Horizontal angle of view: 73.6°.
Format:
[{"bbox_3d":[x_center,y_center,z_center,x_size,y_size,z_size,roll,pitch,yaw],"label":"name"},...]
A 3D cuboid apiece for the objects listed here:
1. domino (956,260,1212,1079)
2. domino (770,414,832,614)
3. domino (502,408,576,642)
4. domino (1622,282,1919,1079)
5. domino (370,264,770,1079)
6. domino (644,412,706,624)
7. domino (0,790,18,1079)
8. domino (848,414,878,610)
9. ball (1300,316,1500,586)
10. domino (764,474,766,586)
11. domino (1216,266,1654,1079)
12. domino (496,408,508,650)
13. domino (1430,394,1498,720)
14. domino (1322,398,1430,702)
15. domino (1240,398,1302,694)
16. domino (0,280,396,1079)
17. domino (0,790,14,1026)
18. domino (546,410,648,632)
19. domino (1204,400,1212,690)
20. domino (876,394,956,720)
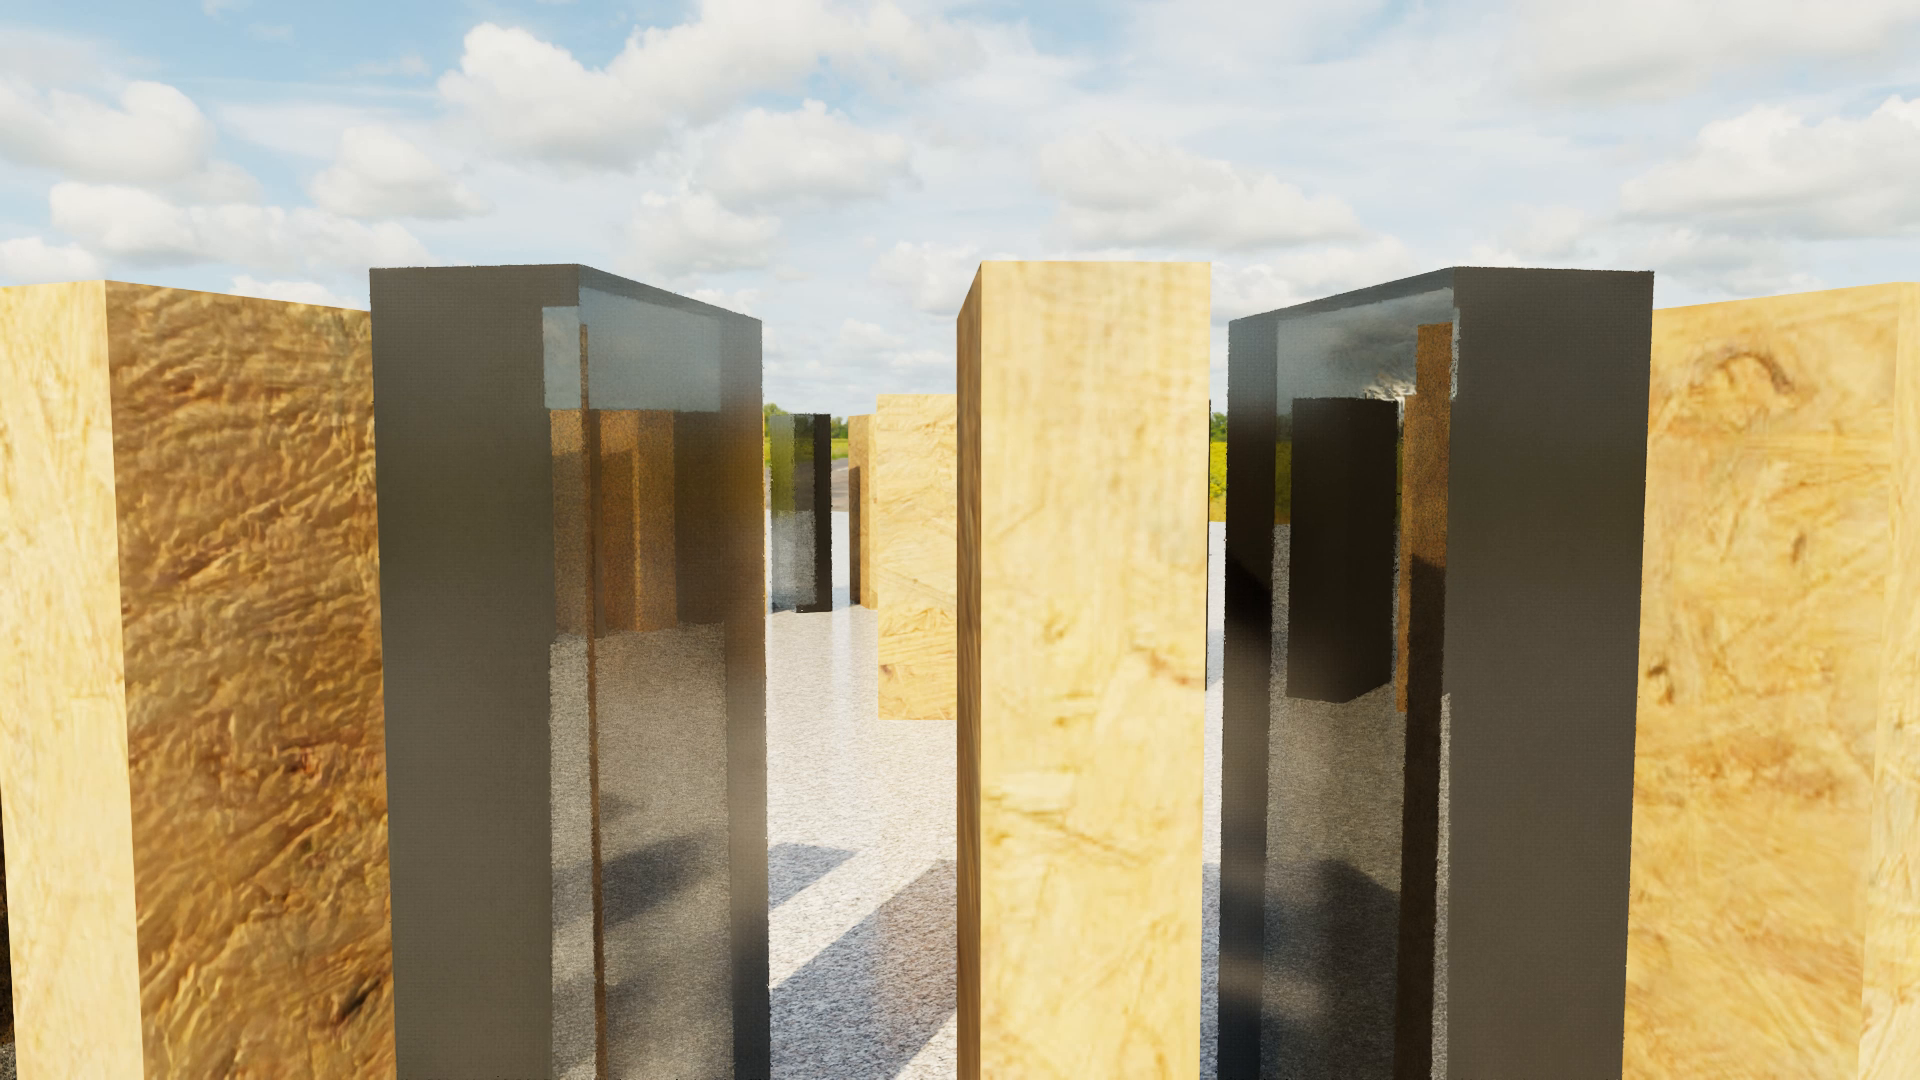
[{"bbox_3d":[0.005,0.013,0.067,0.009,0.050,0.025,0,4,-3],"label":"domino"},{"bbox_3d":[-0.041,-0.007,0.334,0.009,0.050,0.025,-2,5,-22],"label":"domino"},{"bbox_3d":[-0.098,-0.004,0.284,0.025,0.050,0.010,3,5,32],"label":"domino"},{"bbox_3d":[0.044,0.012,0.075,0.010,0.050,0.025,-2,5,-20],"label":"domino"},{"bbox_3d":[-0.019,0.012,0.068,0.010,0.050,0.025,1,4,9],"label":"domino"},{"bbox_3d":[-0.073,-0.006,0.314,0.010,0.050,0.025,-4,6,-43],"label":"domino"},{"bbox_3d":[-0.056,0.011,0.082,0.010,0.050,0.025,3,5,30],"label":"domino"},{"bbox_3d":[-0.022,-0.008,0.340,0.010,0.050,0.025,-1,4,-17],"label":"domino"},{"bbox_3d":[0.143,-0.026,0.385,0.080,0.080,0.080,0,4,0],"label":"ball"},{"bbox_3d":[-0.059,-0.007,0.325,0.009,0.050,0.025,-3,5,-32],"label":"domino"},{"bbox_3d":[0.023,0.012,0.069,0.009,0.050,0.025,-1,4,-10],"label":"domino"},{"bbox_3d":[-0.107,-0.002,0.267,0.025,0.050,0.009,2,5,26],"label":"domino"},{"bbox_3d":[0.088,0.002,0.208,0.025,0.050,0.010,-4,6,-40],"label":"domino"},{"bbox_3d":[0.072,0.001,0.223,0.010,0.050,0.025,3,5,35],"label":"domino"},{"bbox_3d":[0.055,0.000,0.230,0.009,0.050,0.025,1,4,12],"label":"domino"},{"bbox_3d":[-0.039,0.012,0.074,0.010,0.050,0.025,2,5,22],"label":"domino"},{"bbox_3d":[-0.074,0.010,0.095,0.010,0.050,0.025,3,5,38],"label":"domino"},{"bbox_3d":[-0.085,-0.005,0.301,0.025,0.050,0.010,4,6,39],"label":"domino"},{"bbox_3d":[0.037,0.000,0.231,0.009,0.050,0.025,0,4,-3],"label":"domino"},{"bbox_3d":[0.000,0.002,0.201,0.025,0.050,0.009,0,4,1],"label":"domino"}]
